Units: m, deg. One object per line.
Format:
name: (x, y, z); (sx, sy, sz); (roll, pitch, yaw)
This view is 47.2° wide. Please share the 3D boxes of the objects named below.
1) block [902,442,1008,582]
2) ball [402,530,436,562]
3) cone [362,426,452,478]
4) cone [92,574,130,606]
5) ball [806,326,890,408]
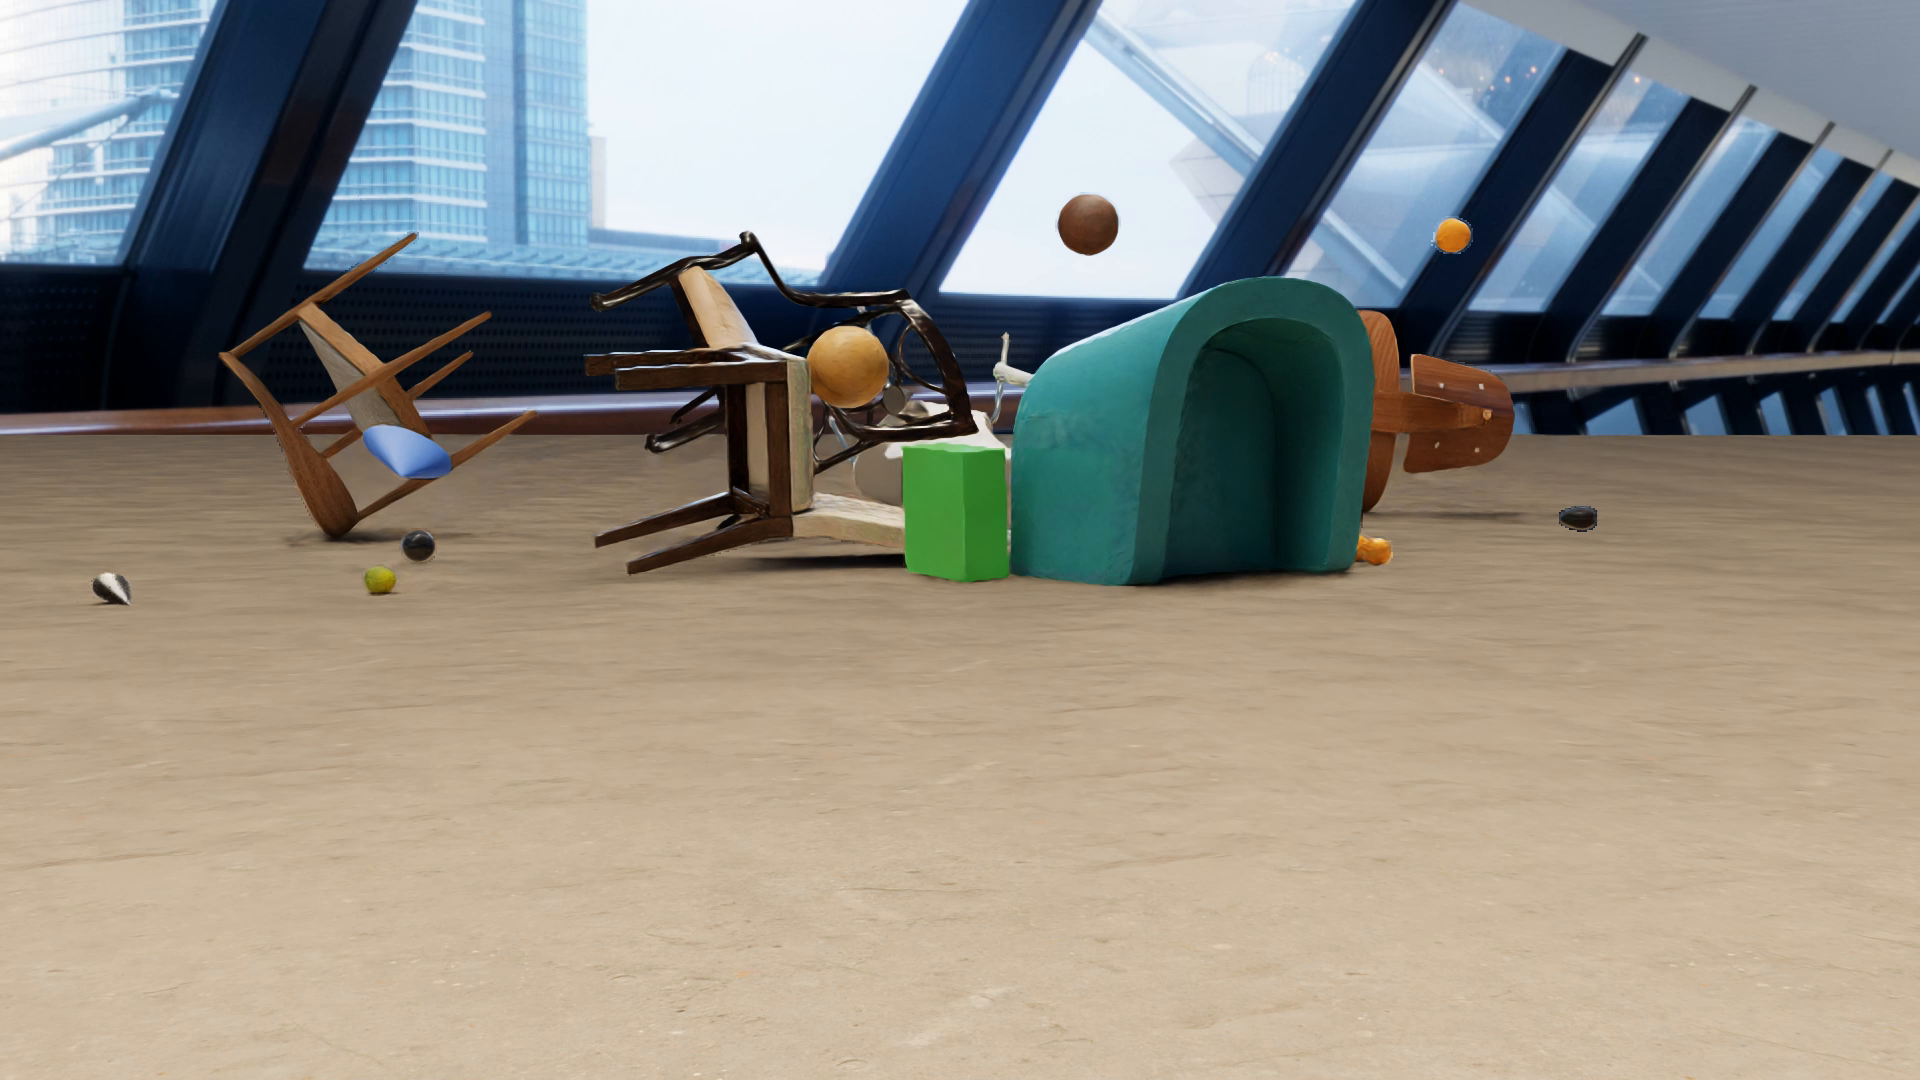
block: (-0.013, -0.069, 5.229); (0.119, 0.302, 0.264); (-7, 9, -33)
ball: (-1.249, 0.014, 5.073); (0.075, 0.075, 0.075); (0, 4, 0)
cone: (-1.405, -0.192, 5.559); (0.237, 0.119, 0.145); (24, 23, -19)
cone: (-1.753, 0.118, 4.594); (0.097, 0.061, 0.087); (29, -4, 40)
ball: (-0.289, -0.445, 5.657); (0.214, 0.214, 0.214); (0, 4, 0)
